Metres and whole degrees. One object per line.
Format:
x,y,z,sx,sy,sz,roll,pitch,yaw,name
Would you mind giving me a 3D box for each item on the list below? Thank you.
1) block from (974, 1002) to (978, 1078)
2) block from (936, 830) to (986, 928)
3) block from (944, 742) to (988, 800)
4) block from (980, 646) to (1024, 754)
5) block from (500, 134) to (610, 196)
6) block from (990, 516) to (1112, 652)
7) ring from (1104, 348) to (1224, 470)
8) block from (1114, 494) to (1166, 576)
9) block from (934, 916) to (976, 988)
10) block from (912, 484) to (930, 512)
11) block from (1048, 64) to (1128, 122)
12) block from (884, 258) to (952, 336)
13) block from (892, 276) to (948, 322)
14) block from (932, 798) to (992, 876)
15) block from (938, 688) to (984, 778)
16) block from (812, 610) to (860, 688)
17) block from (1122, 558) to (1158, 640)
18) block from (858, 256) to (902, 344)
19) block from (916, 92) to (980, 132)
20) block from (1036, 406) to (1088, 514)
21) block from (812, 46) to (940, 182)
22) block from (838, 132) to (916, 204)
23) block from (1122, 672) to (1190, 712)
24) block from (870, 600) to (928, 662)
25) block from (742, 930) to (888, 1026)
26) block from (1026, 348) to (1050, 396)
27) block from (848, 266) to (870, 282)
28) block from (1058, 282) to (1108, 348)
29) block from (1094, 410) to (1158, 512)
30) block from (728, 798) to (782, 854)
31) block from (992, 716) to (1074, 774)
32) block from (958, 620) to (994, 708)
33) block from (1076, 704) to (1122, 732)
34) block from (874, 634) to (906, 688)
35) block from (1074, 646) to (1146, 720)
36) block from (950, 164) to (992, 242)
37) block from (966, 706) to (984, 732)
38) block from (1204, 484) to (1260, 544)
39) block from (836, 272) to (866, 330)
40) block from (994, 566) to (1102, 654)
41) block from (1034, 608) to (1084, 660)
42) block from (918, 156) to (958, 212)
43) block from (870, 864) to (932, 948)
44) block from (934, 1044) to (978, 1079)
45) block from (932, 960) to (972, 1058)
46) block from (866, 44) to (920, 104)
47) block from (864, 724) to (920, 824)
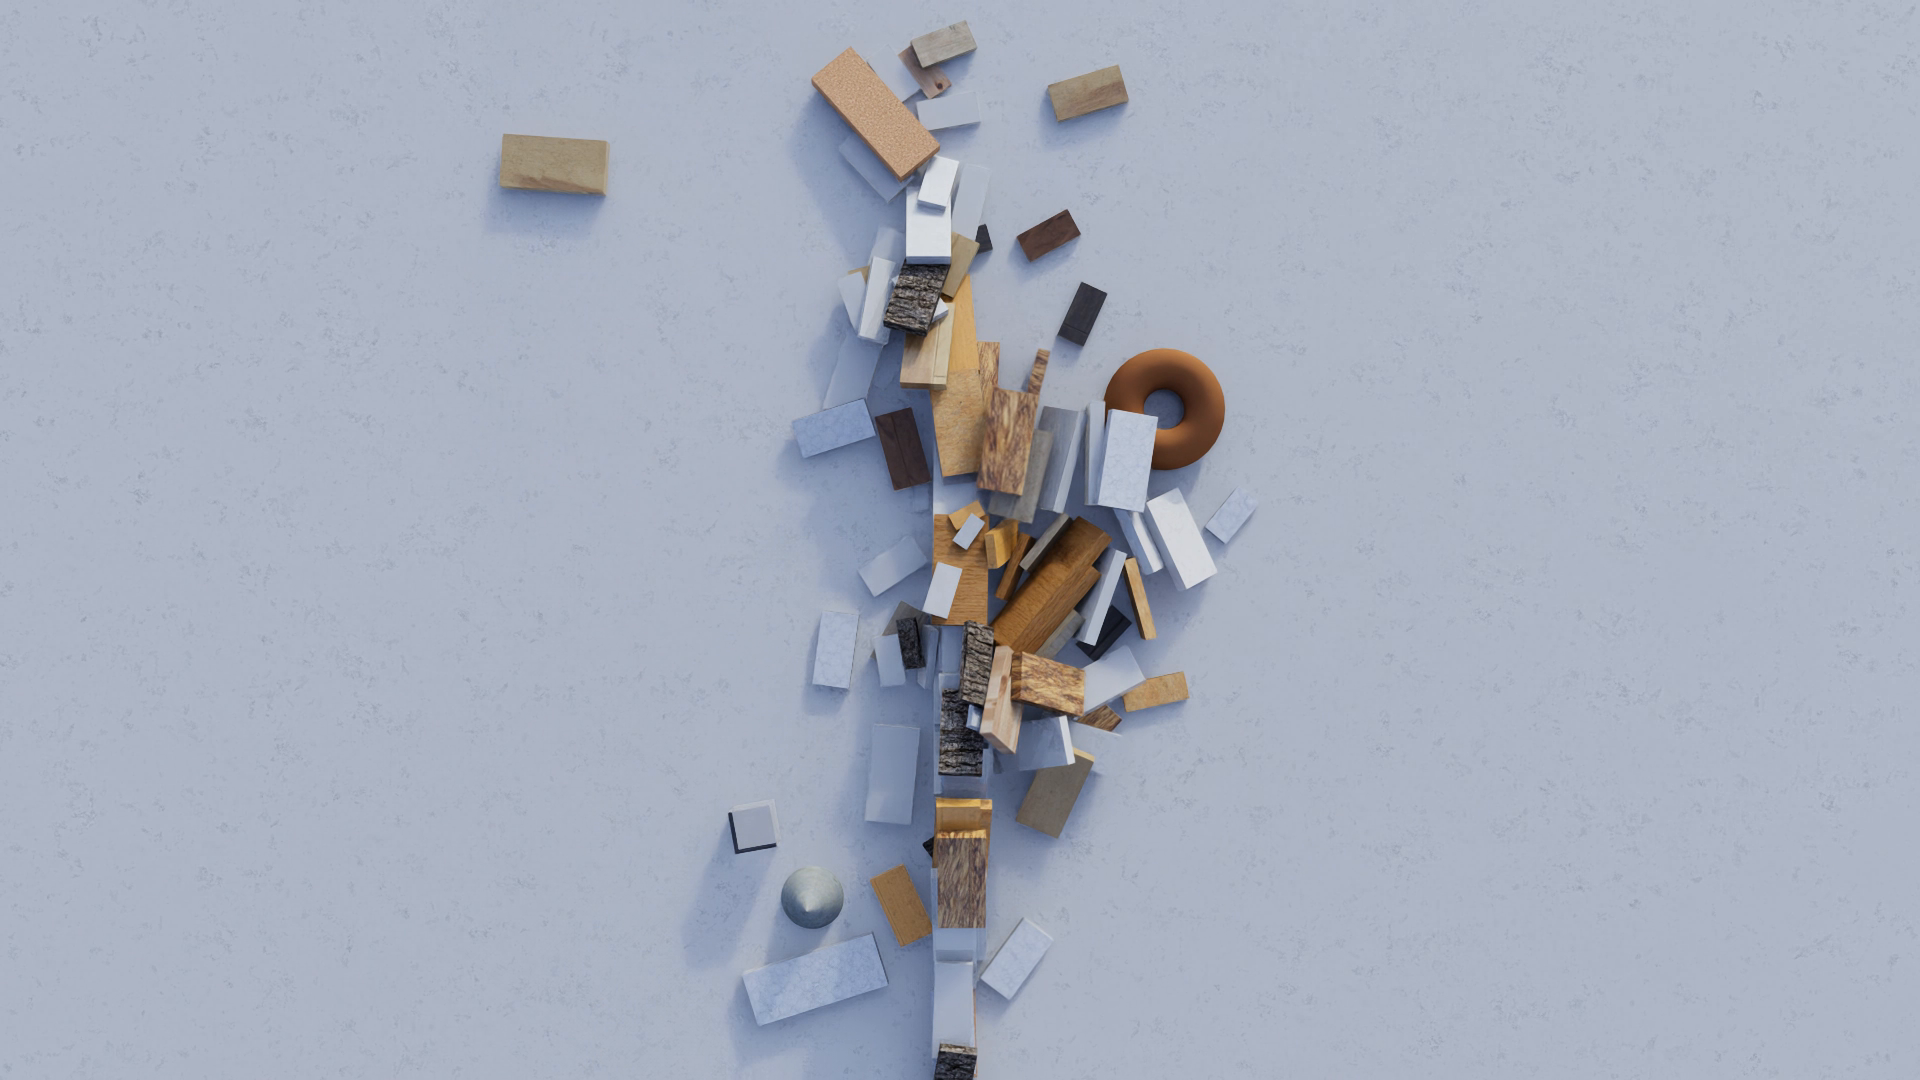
-0.017,1.640,5.480,0.140,0.040,0.280,-2,90,0,block
0.005,1.082,5.255,0.153,0.043,0.346,0,114,0,block
0.015,0.840,5.313,0.137,0.039,0.406,1,112,-1,block
0.144,0.506,5.225,0.043,0.153,0.306,-9,54,31,block
-1.345,-1.246,5.476,0.345,0.049,0.172,4,90,0,block
0.288,0.150,5.409,0.047,0.167,0.496,41,88,-33,block
0.672,-0.430,5.434,0.403,0.134,0.403,0,89,0,ring
0.594,-0.049,5.425,0.044,0.156,0.311,-24,90,38,block
-0.016,1.354,5.412,0.140,0.040,0.280,0,120,0,block
-0.131,-0.146,5.493,0.052,0.015,0.104,-6,90,0,block
0.425,-1.483,5.483,0.245,0.035,0.122,-17,90,0,block
-0.138,-0.803,5.345,0.144,0.041,0.288,14,66,7,block
-0.131,-0.794,5.379,0.099,0.028,0.198,-29,68,-12,block
0.003,0.992,5.319,0.178,0.050,0.356,2,118,-2,block
0.006,0.609,5.218,0.137,0.039,0.274,3,67,-1,block
-0.412,0.363,5.483,0.122,0.035,0.245,8,90,0,block
0.587,0.192,5.432,0.038,0.135,0.270,-16,90,-1,block
-0.264,-0.785,5.410,0.099,0.028,0.274,13,79,-18,block
-0.038,-1.422,5.486,0.200,0.028,0.100,-10,90,0,block
0.306,-0.266,5.423,0.047,0.167,0.333,15,90,-43,block
-0.279,-1.406,5.446,0.172,0.049,0.450,-41,85,-8,block
-0.277,-1.251,5.483,0.122,0.035,0.245,-43,90,0,block
0.647,0.505,5.487,0.216,0.026,0.090,-13,90,0,block
-0.201,0.320,5.485,0.107,0.030,0.214,29,90,0,block
-0.479,1.454,5.475,0.451,0.050,0.178,-18,90,0,block
0.210,-0.373,5.428,0.041,0.144,0.507,15,90,-1,block
-0.306,-0.814,5.452,0.086,0.024,0.173,-16,90,0,block
0.407,-0.750,5.486,0.096,0.027,0.193,25,90,0,block
0.536,-0.255,5.326,0.156,0.044,0.311,9,88,-12,block
-0.676,0.943,5.431,0.137,0.137,0.137,-10,90,0,block
0.223,0.672,5.388,0.307,0.043,0.153,-13,85,35,block
0.051,0.392,5.215,0.098,0.028,0.266,20,61,-29,block
0.425,0.636,5.468,0.107,0.030,0.214,43,93,1,block
-0.232,0.398,5.458,0.083,0.023,0.166,-10,90,0,block
0.464,0.471,5.443,0.270,0.038,0.135,-29,67,6,block
0.027,-1.094,5.464,0.091,0.026,0.288,13,88,1,block
0.080,0.514,5.224,0.098,0.028,0.195,24,59,-27,block
0.905,-0.085,5.487,0.090,0.026,0.181,39,90,0,block
-0.337,-0.787,5.427,0.086,0.024,0.173,-20,90,0,block
0.283,0.227,5.421,0.406,0.158,0.045,-49,123,0,block
0.259,0.340,5.422,0.317,0.158,0.045,-49,124,0,block
-0.072,-1.179,5.445,0.096,0.027,0.193,14,64,0,block
-0.192,1.213,5.483,0.122,0.035,0.245,-25,90,0,block
-0.029,1.798,5.414,0.122,0.035,0.326,8,114,-3,block
-0.025,1.536,5.393,0.122,0.035,0.315,2,94,0,block
-0.221,-1.546,5.487,0.091,0.026,0.183,-36,90,0,block
-0.224,0.777,5.478,0.153,0.043,0.317,6,90,0,block
